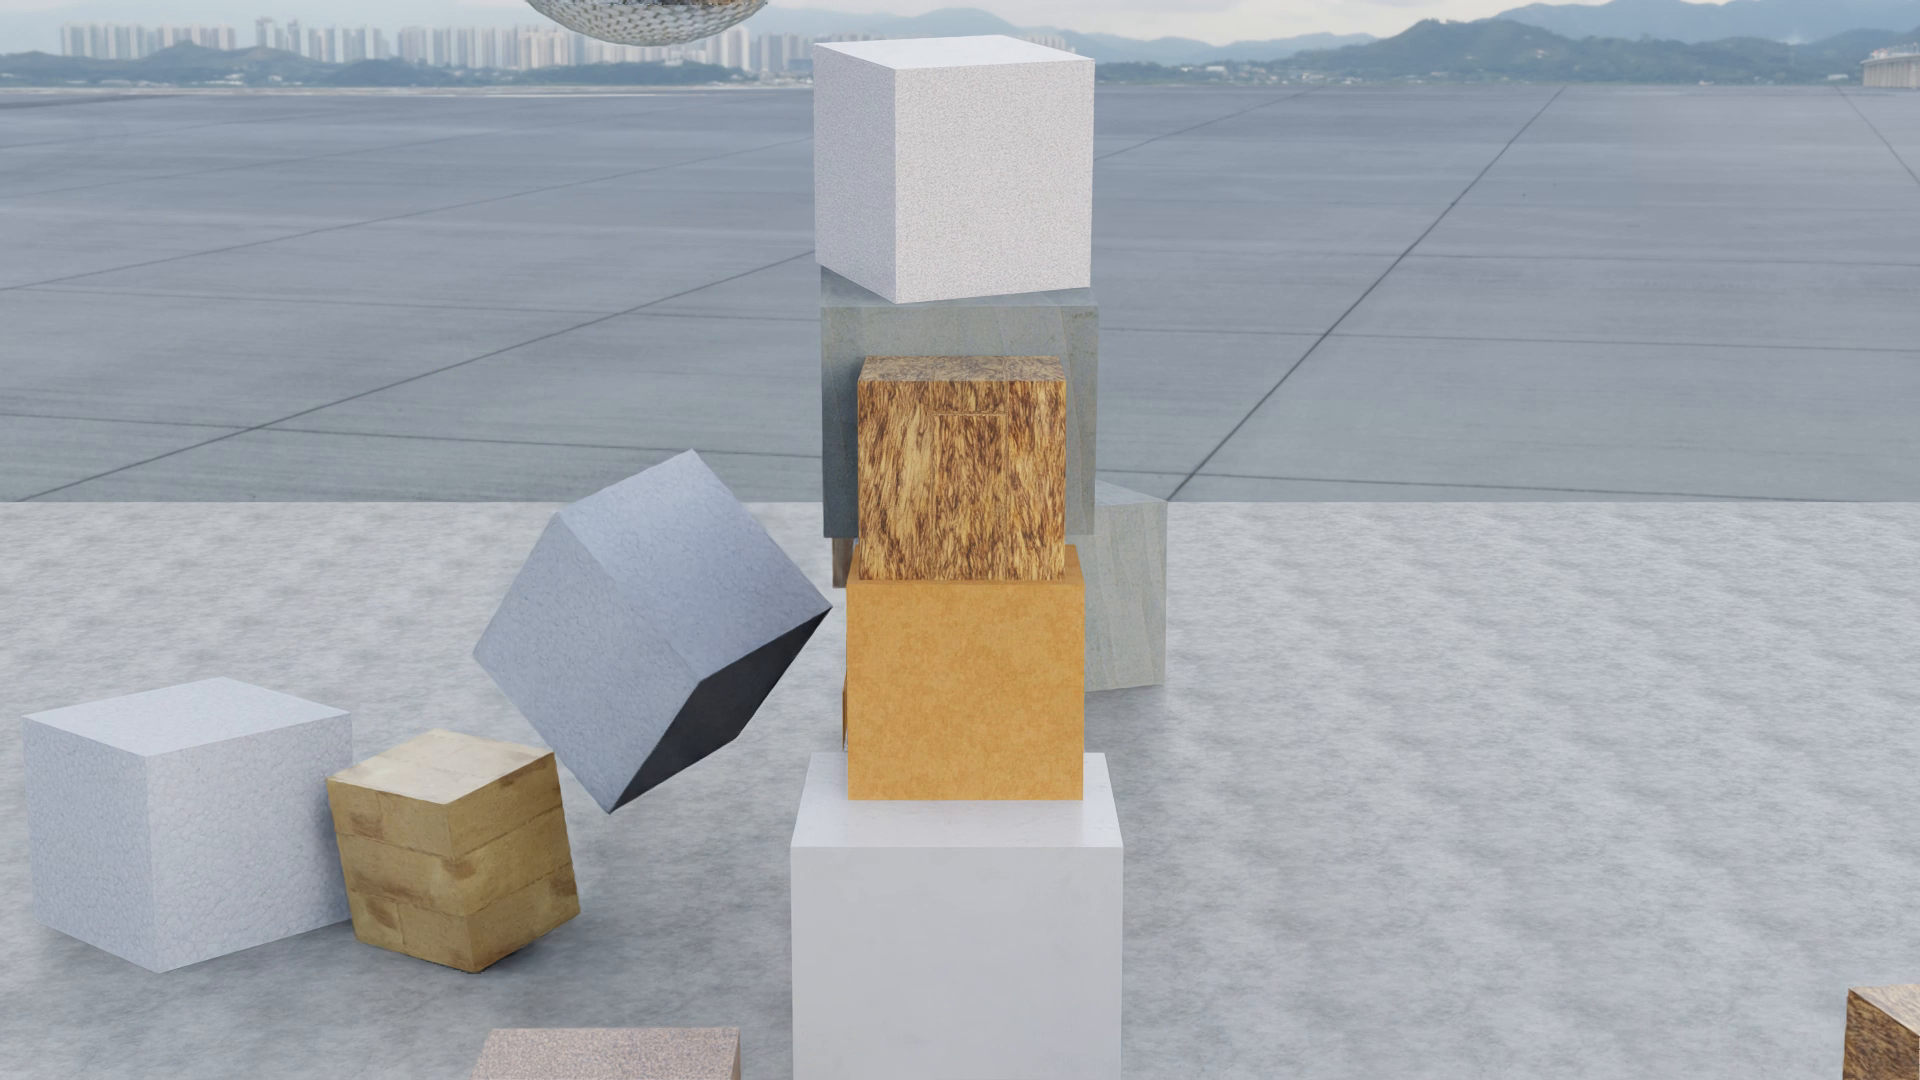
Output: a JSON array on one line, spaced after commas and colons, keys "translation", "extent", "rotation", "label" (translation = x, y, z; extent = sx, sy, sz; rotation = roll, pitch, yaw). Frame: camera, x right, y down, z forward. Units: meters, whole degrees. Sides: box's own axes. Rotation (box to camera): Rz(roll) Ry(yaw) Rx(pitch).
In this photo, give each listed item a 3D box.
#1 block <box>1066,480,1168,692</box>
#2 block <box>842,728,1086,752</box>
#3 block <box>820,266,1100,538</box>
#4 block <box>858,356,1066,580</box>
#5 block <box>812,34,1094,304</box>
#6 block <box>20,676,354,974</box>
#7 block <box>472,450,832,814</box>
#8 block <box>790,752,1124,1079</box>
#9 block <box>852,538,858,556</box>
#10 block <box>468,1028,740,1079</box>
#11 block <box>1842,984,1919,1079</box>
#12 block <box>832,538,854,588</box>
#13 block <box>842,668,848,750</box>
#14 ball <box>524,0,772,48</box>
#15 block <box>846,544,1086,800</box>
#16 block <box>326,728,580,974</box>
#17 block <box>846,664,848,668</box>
[{"translation": [0.570, 0.257, 15.140], "extent": [0.913, 1.078, 1.015], "rotation": [-5, 11, -24], "label": "block"}, {"translation": [0.015, 1.219, 9.890], "extent": [0.885, 1.063, 0.880], "rotation": [0, 10, 0], "label": "block"}, {"translation": [-0.023, -0.563, 9.857], "extent": [1.011, 0.875, 0.883], "rotation": [-1, 18, -3], "label": "block"}, {"translation": [0.008, -0.267, 9.016], "extent": [0.697, 0.678, 0.779], "rotation": [0, 10, 0], "label": "block"}, {"translation": [-0.037, -1.425, 9.726], "extent": [0.789, 0.847, 0.829], "rotation": [-7, 19, -23], "label": "block"}, {"translation": [-3.211, 1.158, 10.729], "extent": [0.970, 0.884, 0.951], "rotation": [9, 14, 41], "label": "block"}, {"translation": [-1.432, 0.418, 11.847], "extent": [1.008, 1.084, 0.902], "rotation": [48, 41, 12], "label": "block"}, {"translation": [-0.008, 1.402, 8.884], "extent": [1.067, 1.062, 1.156], "rotation": [0, 10, 0], "label": "block"}, {"translation": [-0.006, 0.311, 9.831], "extent": [0.783, 0.735, 0.818], "rotation": [0, 11, -1], "label": "block"}, {"translation": [-1.027, 1.868, 7.384], "extent": [0.745, 0.683, 0.760], "rotation": [0, 10, -1], "label": "block"}, {"translation": [3.101, 1.796, 7.309], "extent": [0.838, 0.850, 0.819], "rotation": [-2, 10, -10], "label": "block"}, {"translation": [-0.081, -0.327, 12.554], "extent": [0.937, 1.051, 1.004], "rotation": [0, 4, 6], "label": "block"}, {"translation": [0.006, 1.049, 10.799], "extent": [0.948, 1.072, 0.943], "rotation": [0, 10, 0], "label": "block"}, {"translation": [-1.309, -2.862, 10.660], "extent": [1.600, 1.600, 1.600], "rotation": [0, 10, 0], "label": "ball"}, {"translation": [0.019, 0.452, 9.048], "extent": [0.801, 0.749, 0.751], "rotation": [0, 10, 0], "label": "block"}, {"translation": [-2.055, 1.247, 10.430], "extent": [0.711, 0.718, 0.590], "rotation": [6, 21, 37], "label": "block"}, {"translation": [-0.017, 0.853, 11.827], "extent": [0.966, 1.090, 1.118], "rotation": [0, 10, 0], "label": "block"}]
